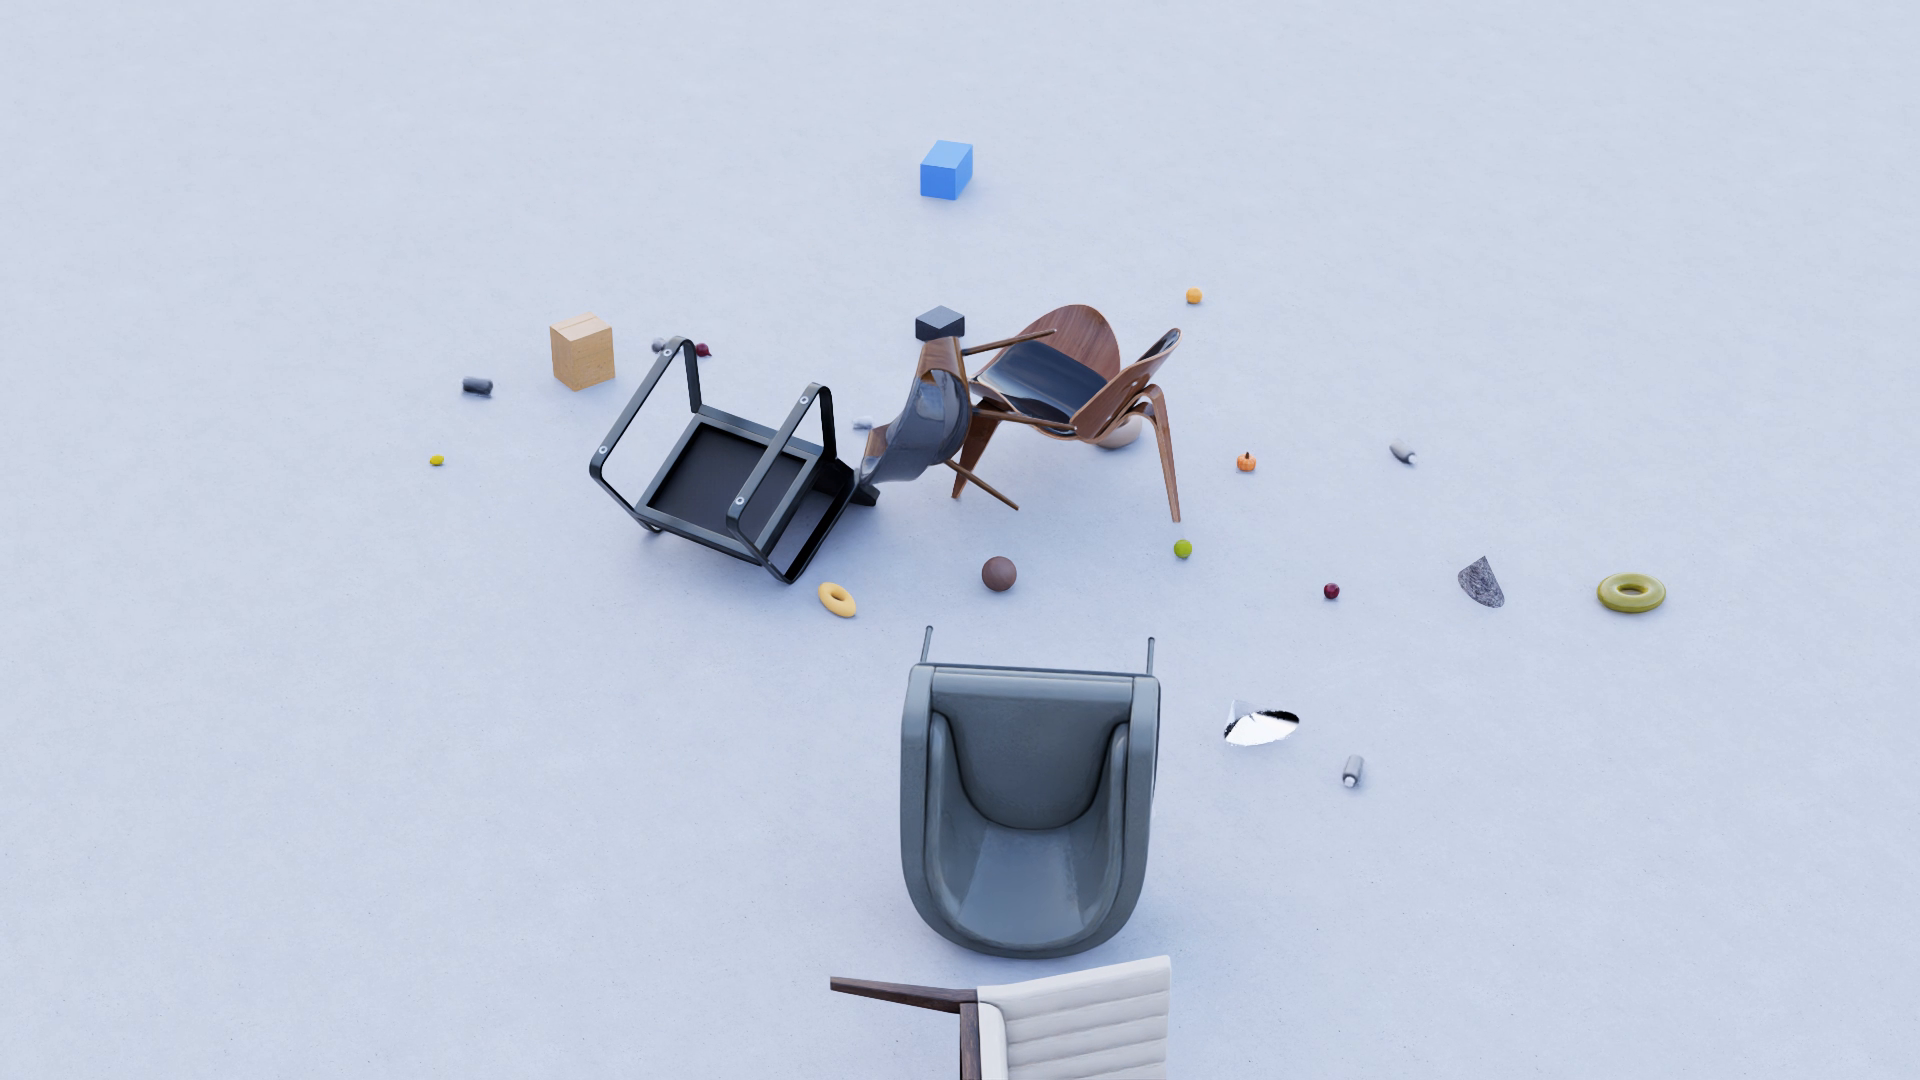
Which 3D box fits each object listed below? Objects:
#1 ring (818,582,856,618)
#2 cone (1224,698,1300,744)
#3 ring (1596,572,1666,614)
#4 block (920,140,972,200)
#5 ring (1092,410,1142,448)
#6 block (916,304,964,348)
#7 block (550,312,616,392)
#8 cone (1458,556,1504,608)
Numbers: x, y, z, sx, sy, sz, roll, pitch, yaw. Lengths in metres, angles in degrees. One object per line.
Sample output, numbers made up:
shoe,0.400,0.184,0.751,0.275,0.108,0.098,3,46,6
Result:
ring,-0.443,0.215,10.568,0.095,0.057,0.213,-22,39,-27
cone,0.980,0.589,9.998,0.274,0.117,0.260,-9,22,-14
ring,2.427,0.190,10.601,0.261,0.062,0.216,-11,36,-17
block,-0.060,-1.686,13.360,0.166,0.158,0.265,10,35,14
ring,0.618,-0.436,11.528,0.170,0.087,0.242,25,39,35
block,-0.083,-0.888,12.206,0.137,0.094,0.155,27,42,35
block,-1.531,-0.764,11.890,0.193,0.236,0.165,-23,40,-31
cone,1.897,0.116,10.637,0.130,0.145,0.260,-12,35,-17
